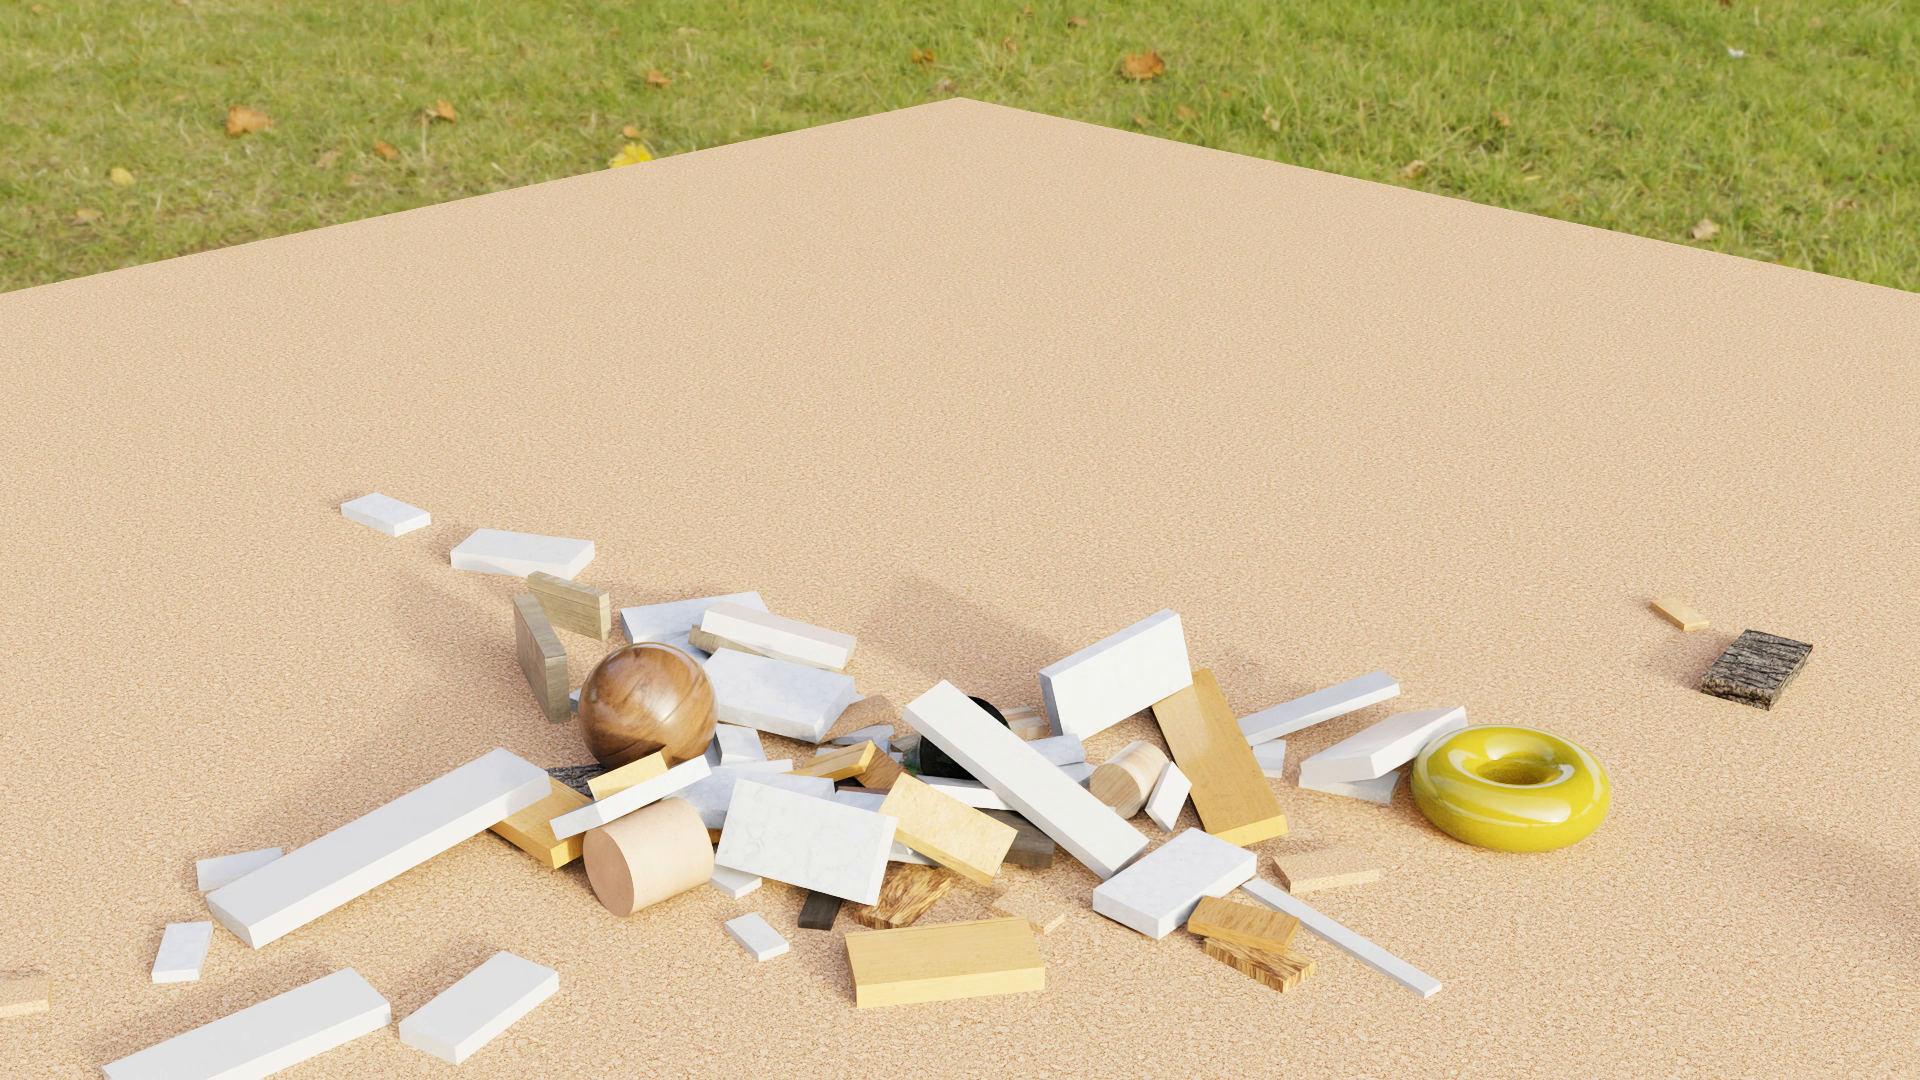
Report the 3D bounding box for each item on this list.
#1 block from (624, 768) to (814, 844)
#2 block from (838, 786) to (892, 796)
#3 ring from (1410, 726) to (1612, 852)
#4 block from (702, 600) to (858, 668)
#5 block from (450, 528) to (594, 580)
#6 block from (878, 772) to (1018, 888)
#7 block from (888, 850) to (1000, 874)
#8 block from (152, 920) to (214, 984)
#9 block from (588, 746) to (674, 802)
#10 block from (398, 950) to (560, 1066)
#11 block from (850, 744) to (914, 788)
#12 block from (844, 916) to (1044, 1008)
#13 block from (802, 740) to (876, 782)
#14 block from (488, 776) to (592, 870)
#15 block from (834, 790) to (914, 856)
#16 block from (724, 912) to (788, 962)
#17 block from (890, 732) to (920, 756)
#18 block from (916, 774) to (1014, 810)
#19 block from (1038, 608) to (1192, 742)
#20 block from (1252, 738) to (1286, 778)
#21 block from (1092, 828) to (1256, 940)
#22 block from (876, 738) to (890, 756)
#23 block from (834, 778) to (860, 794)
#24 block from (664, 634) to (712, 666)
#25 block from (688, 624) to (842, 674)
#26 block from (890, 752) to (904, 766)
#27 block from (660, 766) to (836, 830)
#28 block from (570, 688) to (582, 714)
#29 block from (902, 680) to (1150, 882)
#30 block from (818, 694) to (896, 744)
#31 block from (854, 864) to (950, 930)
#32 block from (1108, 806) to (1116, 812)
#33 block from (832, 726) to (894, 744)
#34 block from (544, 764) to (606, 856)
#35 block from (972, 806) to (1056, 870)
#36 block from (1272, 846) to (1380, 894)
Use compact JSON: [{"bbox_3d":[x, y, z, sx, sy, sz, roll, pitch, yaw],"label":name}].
[{"bbox_3d":[-0.481,0.544,4.390,0.403,0.044,0.154,-9,24,-11],"label":"block"},{"bbox_3d":[-0.186,0.528,4.422,0.124,0.018,0.062,2,45,5],"label":"block"},{"bbox_3d":[1.107,0.496,4.428,0.396,0.132,0.396,-1,22,0],"label":"ring"},{"bbox_3d":[-0.412,0.215,5.043,0.334,0.047,0.167,15,8,3],"label":"block"},{"bbox_3d":[-1.115,0.037,5.614,0.322,0.046,0.161,6,24,14],"label":"block"},{"bbox_3d":[-0.029,0.549,4.172,0.249,0.035,0.125,26,45,7],"label":"block"},{"bbox_3d":[-0.038,0.585,4.296,0.248,0.035,0.124,7,30,4],"label":"block"},{"bbox_3d":[-1.405,0.744,3.978,0.079,0.022,0.158,-3,23,-8],"label":"block"},{"bbox_3d":[-0.637,0.452,4.278,0.145,0.041,0.291,-22,-1,-6],"label":"block"},{"bbox_3d":[-0.831,0.807,3.811,0.129,0.037,0.258,13,26,29],"label":"block"},{"bbox_3d":[-0.151,0.492,4.489,0.082,0.023,0.165,-38,51,-20],"label":"block"},{"bbox_3d":[-0.030,0.752,3.927,0.334,0.047,0.167,-4,23,-9],"label":"block"},{"bbox_3d":[-0.257,0.465,4.519,0.165,0.023,0.082,-20,24,28],"label":"block"},{"bbox_3d":[-0.820,0.543,4.331,0.154,0.044,0.309,-26,30,-35],"label":"block"},{"bbox_3d":[-0.169,0.548,4.276,0.247,0.035,0.124,1,33,36],"label":"block"},{"bbox_3d":[-0.372,0.726,4.027,0.063,0.018,0.125,-15,27,-31],"label":"block"},{"bbox_3d":[-0.098,0.435,4.718,0.101,0.014,0.050,-17,28,-34],"label":"block"},{"bbox_3d":[0.044,0.503,4.349,0.249,0.035,0.125,7,1,-14],"label":"block"},{"bbox_3d":[0.339,0.297,4.756,0.346,0.173,0.049,-25,25,-25],"label":"block"},{"bbox_3d":[0.652,0.460,4.653,0.067,0.019,0.134,5,23,11],"label":"block"},{"bbox_3d":[0.407,0.645,4.152,0.153,0.043,0.307,19,30,38],"label":"block"},{"bbox_3d":[-0.181,0.445,4.619,0.064,0.018,0.129,-13,9,2],"label":"block"},{"bbox_3d":[-0.253,0.523,4.499,0.082,0.023,0.165,14,27,29],"label":"block"},{"bbox_3d":[-0.576,0.305,4.983,0.322,0.046,0.161,21,31,41],"label":"block"},{"bbox_3d":[-0.444,0.262,4.995,0.322,0.046,0.161,20,9,33],"label":"block"},{"bbox_3d":[-0.159,0.470,4.595,0.064,0.018,0.129,2,11,6],"label":"block"},{"bbox_3d":[-0.419,0.514,4.334,0.309,0.044,0.154,3,25,18],"label":"block"},{"bbox_3d":[-0.747,0.370,4.848,0.230,0.033,0.115,17,28,35],"label":"block"},{"bbox_3d":[0.125,0.467,4.310,0.532,0.035,0.125,37,42,21],"label":"block"},{"bbox_3d":[-0.241,0.386,4.752,0.186,0.026,0.093,-19,17,-15],"label":"block"},{"bbox_3d":[-0.107,0.676,4.133,0.095,0.027,0.190,13,26,27],"label":"block"},{"bbox_3d":[0.217,0.561,4.405,0.182,0.026,0.091,4,23,8],"label":"block"},{"bbox_3d":[-0.209,0.417,4.702,0.129,0.018,0.064,-5,14,43],"label":"block"},{"bbox_3d":[-0.771,0.543,4.434,0.129,0.037,0.299,-5,23,-11],"label":"block"},{"bbox_3d":[0.062,0.570,4.265,0.247,0.035,0.124,7,30,4],"label":"block"},{"bbox_3d":[0.704,0.634,4.234,0.182,0.026,0.091,-6,24,-14],"label":"block"}]
